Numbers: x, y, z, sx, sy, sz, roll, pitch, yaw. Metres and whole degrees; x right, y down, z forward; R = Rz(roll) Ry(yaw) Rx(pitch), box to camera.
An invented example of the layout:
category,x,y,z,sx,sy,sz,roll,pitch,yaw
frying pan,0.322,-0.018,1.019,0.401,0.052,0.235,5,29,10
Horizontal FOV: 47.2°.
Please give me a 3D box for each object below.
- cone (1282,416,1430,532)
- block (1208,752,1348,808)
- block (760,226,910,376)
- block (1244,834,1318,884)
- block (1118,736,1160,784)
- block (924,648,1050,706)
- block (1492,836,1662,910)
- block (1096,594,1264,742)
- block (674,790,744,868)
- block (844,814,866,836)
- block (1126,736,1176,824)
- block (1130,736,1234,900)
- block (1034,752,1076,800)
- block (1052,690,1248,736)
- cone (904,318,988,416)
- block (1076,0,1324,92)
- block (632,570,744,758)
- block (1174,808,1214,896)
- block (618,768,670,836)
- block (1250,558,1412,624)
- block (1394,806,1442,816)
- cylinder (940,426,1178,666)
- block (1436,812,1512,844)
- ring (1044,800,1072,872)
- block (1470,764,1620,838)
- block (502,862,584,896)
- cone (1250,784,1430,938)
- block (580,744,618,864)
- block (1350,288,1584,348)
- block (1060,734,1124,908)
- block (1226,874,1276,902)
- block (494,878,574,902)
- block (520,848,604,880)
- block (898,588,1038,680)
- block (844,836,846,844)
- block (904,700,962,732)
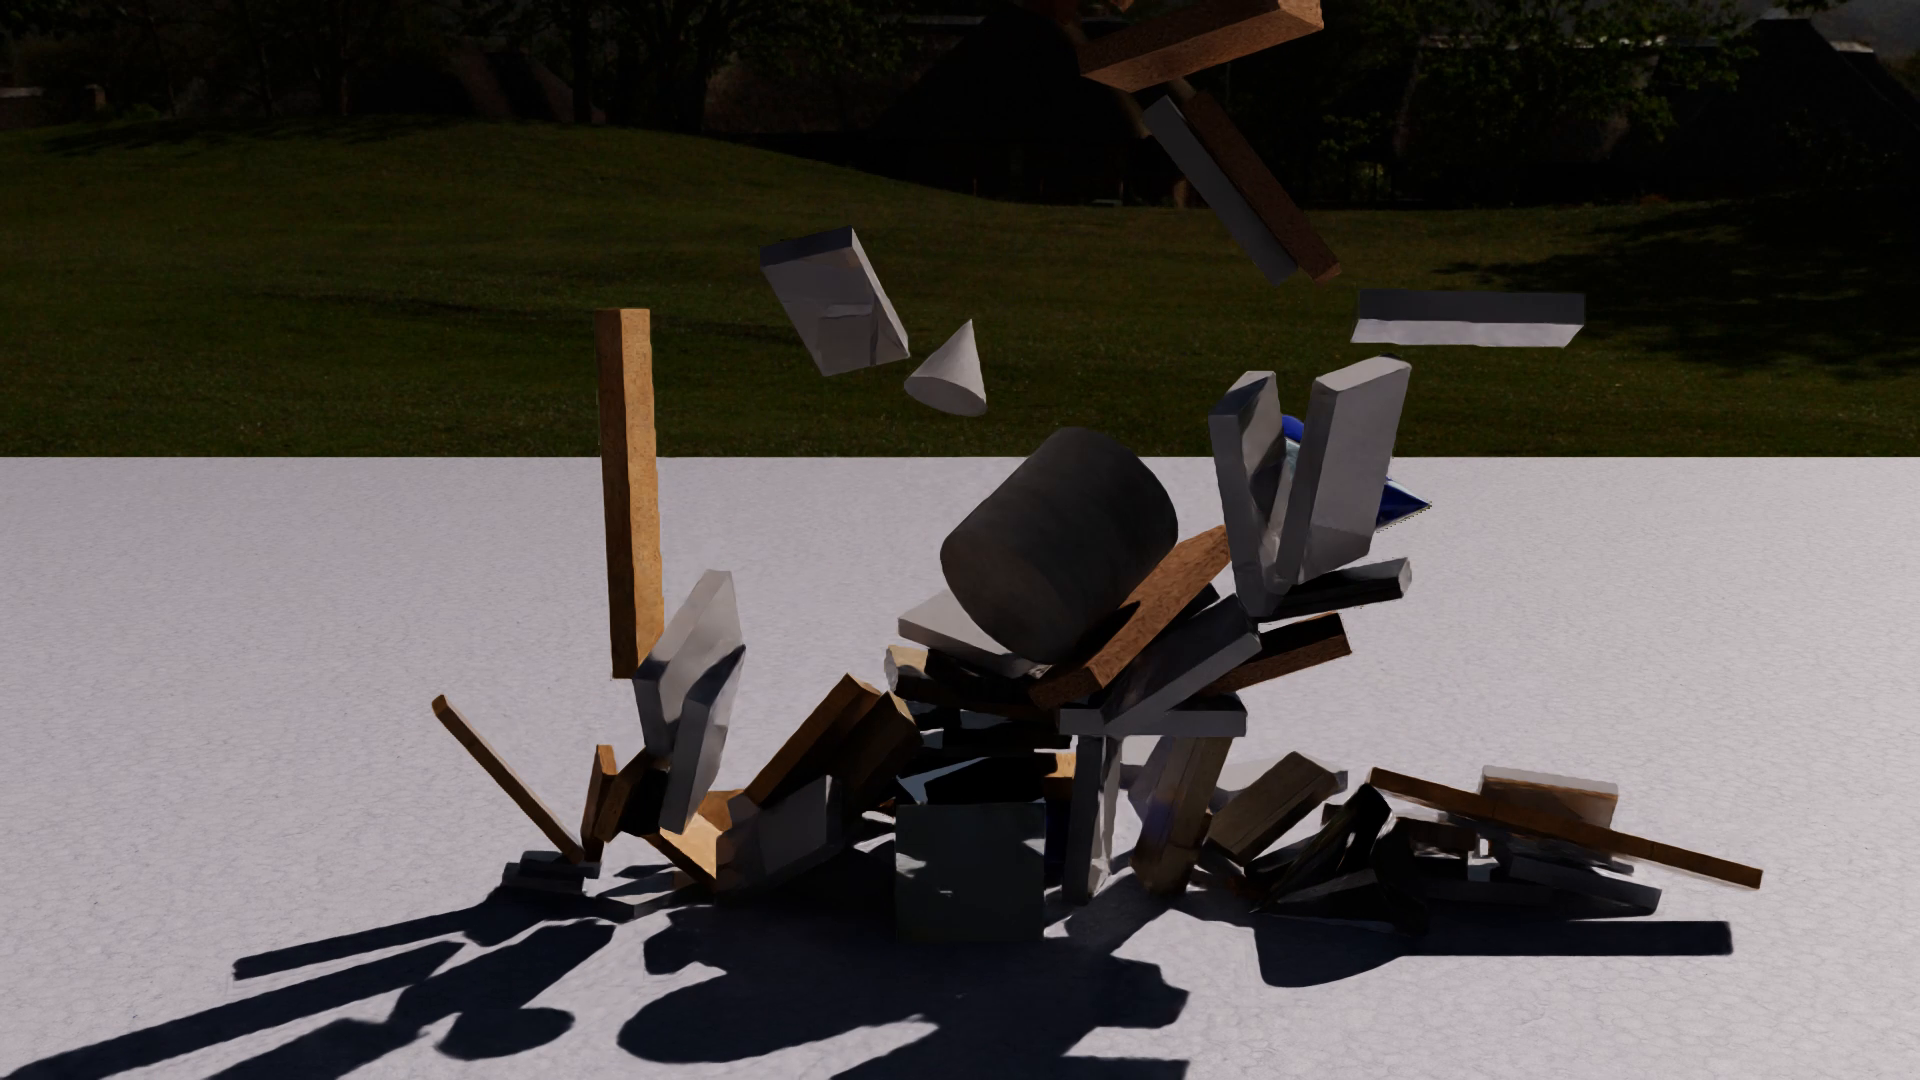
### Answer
category,x,y,z,sx,sy,sz,roll,pitch,yaw
cone,0.653,-0.066,3.636,0.272,0.272,0.272,5,11,37
block,0.590,0.465,4.234,0.284,0.040,0.142,-6,12,-29
block,-0.201,-0.385,3.586,0.152,0.043,0.303,-12,-34,12
block,0.548,0.525,3.621,0.148,0.021,0.074,-19,9,-20
block,0.386,0.433,4.408,0.140,0.040,0.281,4,11,22
block,0.110,0.240,3.763,0.307,0.043,0.153,7,11,-30
block,1.021,0.549,3.648,0.250,0.035,0.125,13,9,-2
block,0.336,0.197,3.416,0.266,0.038,0.133,-34,23,11
block,-0.359,0.501,3.824,0.281,0.040,0.140,-2,47,-10
block,-0.247,0.442,3.801,0.109,0.031,0.218,-19,34,-9
block,0.405,0.387,3.942,0.040,0.142,0.284,14,59,36
block,0.370,0.434,3.683,0.043,0.302,0.151,18,8,-11
block,0.091,0.410,3.841,0.284,0.040,0.142,1,11,5
block,0.305,0.274,3.590,0.301,0.043,0.151,1,14,-4
cone,-0.003,-0.305,3.667,0.147,0.147,0.147,16,-17,5
block,0.372,-0.780,3.416,0.342,0.048,0.171,-12,-5,32
block,-0.434,0.196,3.540,0.043,0.152,0.304,6,35,17
block,0.380,0.513,3.678,0.021,0.148,0.074,18,8,-11
block,-0.493,0.420,3.528,0.029,0.104,0.207,24,-5,4
block,0.601,0.084,3.587,0.256,0.036,0.128,-11,9,21
block,0.803,0.505,3.929,0.149,0.021,0.075,-13,15,16
cylinder,0.162,0.009,3.583,0.277,0.277,0.277,11,47,46
block,0.852,0.478,3.647,0.112,0.016,0.056,19,-11,-2
ring,0.080,0.487,3.883,0.384,0.128,0.384,1,12,0
block,0.976,0.444,3.676,0.220,0.110,0.031,8,32,4
block,-0.687,0.559,3.630,0.131,0.018,0.065,9,8,-6
cone,0.579,0.557,3.532,0.256,0.256,0.256,-25,1,22
block,-0.600,0.438,3.652,0.025,0.175,0.088,6,26,-19
block,0.812,-0.356,3.545,0.348,0.049,0.174,2,-7,5
block,0.222,0.437,3.641,0.043,0.301,0.151,9,15,16
block,0.502,0.576,3.613,0.117,0.017,0.058,11,13,-12
block,-0.707,0.582,3.661,0.130,0.018,0.065,-1,11,-6
block,-0.663,0.539,3.665,0.130,0.018,0.065,9,6,-5
block,0.034,0.159,3.752,0.257,0.036,0.129,19,34,36
block,-0.294,0.510,3.989,0.140,0.040,0.281,-2,11,-9
block,-0.110,0.312,3.863,0.222,0.031,0.111,-9,11,2
